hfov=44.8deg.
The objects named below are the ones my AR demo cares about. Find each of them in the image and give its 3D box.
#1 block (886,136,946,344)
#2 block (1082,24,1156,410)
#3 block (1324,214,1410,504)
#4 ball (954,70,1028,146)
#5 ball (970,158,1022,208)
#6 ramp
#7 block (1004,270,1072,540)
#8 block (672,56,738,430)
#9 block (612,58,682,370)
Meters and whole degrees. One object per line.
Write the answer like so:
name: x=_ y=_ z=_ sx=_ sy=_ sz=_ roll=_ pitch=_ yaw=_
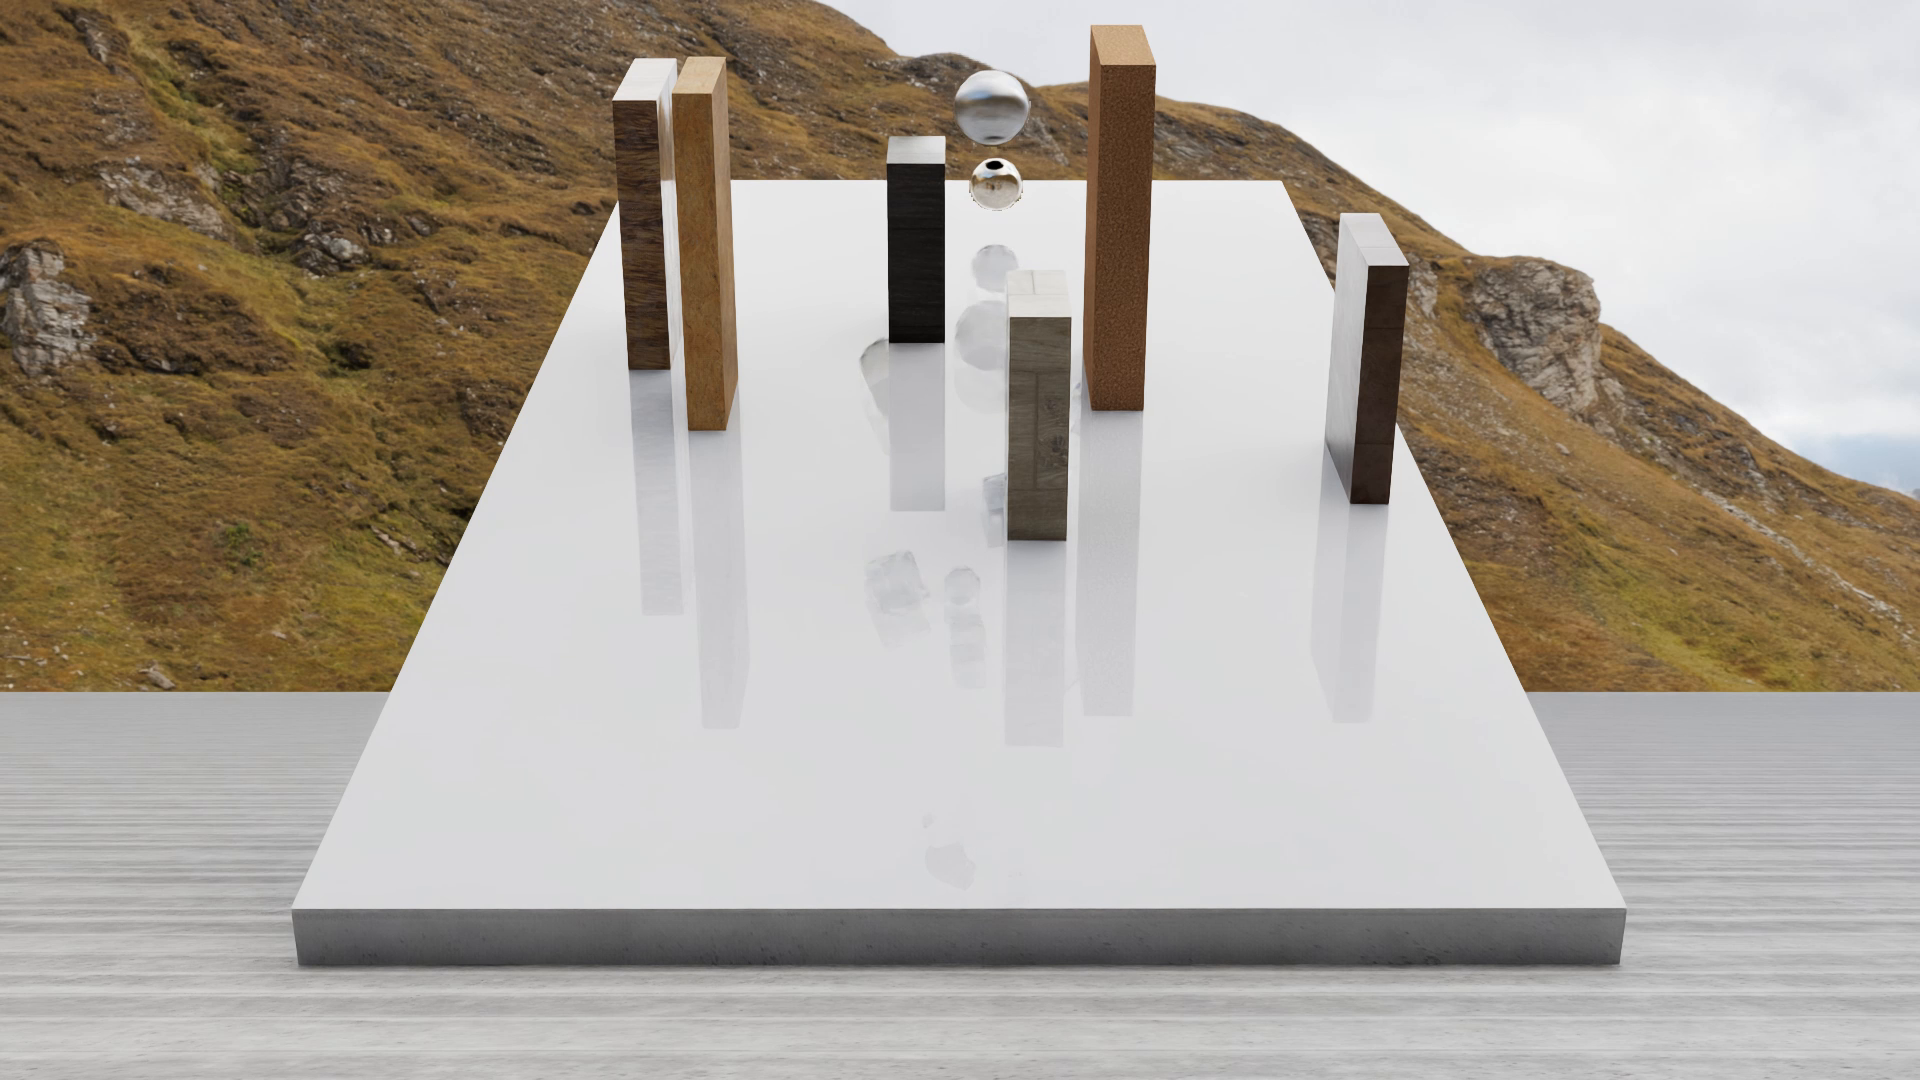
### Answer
block: x=-0.107 y=-0.749 z=5.805 sx=0.140 sy=0.456 sz=0.255 roll=0 pitch=24 yaw=0
block: x=0.363 y=-0.747 z=5.387 sx=0.120 sy=0.799 sz=0.411 roll=0 pitch=24 yaw=0
block: x=0.856 y=-0.388 z=4.935 sx=0.082 sy=0.520 sz=0.365 roll=0 pitch=24 yaw=0
ball: x=0.088 y=-1.219 z=6.574 sx=0.209 sy=0.209 sz=0.209 roll=0 pitch=-4 yaw=0
ball: x=0.102 y=-1.015 z=6.640 sx=0.144 sy=0.144 sz=0.144 roll=0 pitch=-4 yaw=0
ramp: x=-0.008 y=-0.229 z=5.331 sx=2.000 sy=0.100 sz=4.000 roll=0 pitch=24 yaw=0
block: x=0.155 y=-0.276 z=4.742 sx=0.120 sy=0.474 sz=0.297 roll=0 pitch=24 yaw=0
block: x=-0.569 y=-0.666 z=5.244 sx=0.085 sy=0.766 sz=0.344 roll=0 pitch=24 yaw=0
block: x=-0.746 y=-0.795 z=5.661 sx=0.101 sy=0.655 sz=0.422 roll=0 pitch=24 yaw=0
